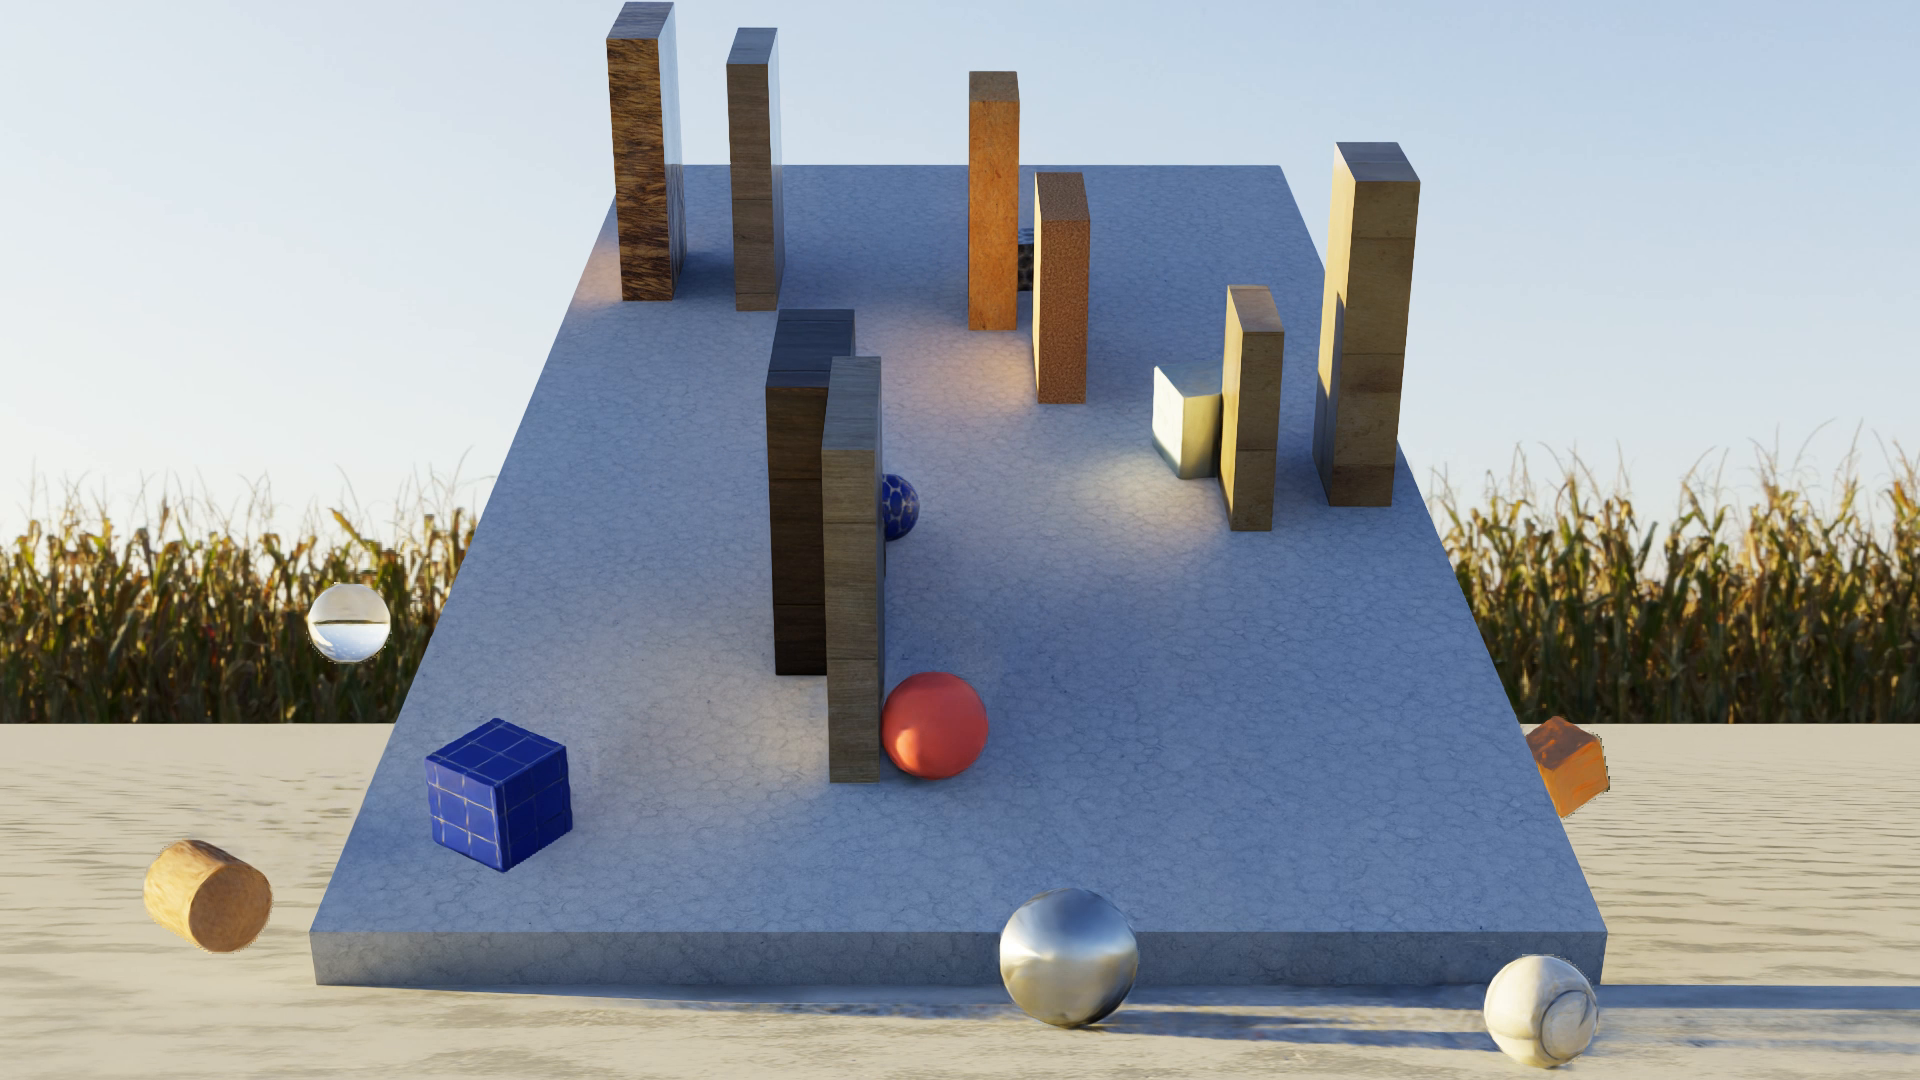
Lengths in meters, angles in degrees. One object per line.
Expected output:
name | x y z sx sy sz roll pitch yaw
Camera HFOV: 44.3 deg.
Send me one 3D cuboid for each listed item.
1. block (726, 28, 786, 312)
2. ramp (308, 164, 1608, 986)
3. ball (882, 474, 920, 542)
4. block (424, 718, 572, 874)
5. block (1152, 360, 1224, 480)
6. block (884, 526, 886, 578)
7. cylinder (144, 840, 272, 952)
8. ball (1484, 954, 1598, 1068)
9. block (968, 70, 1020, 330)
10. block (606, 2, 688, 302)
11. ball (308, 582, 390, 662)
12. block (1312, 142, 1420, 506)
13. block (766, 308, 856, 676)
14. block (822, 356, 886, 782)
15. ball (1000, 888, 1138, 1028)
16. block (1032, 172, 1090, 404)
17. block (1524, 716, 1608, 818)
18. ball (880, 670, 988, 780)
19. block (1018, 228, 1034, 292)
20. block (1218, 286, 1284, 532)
block | -0.525 -0.961 6.095 0.103 0.645 0.371 0 26 0
ramp | -0.010 -0.229 5.446 2.000 0.100 4.000 0 26 0
ball | -0.152 -0.067 4.841 0.140 0.140 0.140 0 -4 0
block | -0.749 0.413 3.830 0.159 0.159 0.159 17 31 31
block | 0.550 -0.268 5.194 0.195 0.195 0.195 -6 27 -12
block | -0.210 0.003 4.729 0.112 0.112 0.112 -2 26 -5
cylinder | -1.166 0.551 3.651 0.140 0.140 0.140 14 6 42
ball | 0.694 0.562 2.812 0.132 0.132 0.132 0 -4 0
block | 0.083 -0.856 5.946 0.121 0.591 0.280 0 26 0
block | -0.814 -1.017 6.159 0.128 0.689 0.393 0 26 0
ball | -1.152 0.156 4.447 0.151 0.151 0.151 0 -4 0
block | 0.853 -0.454 4.980 0.131 0.717 0.274 0 26 0
block | -0.269 -0.093 4.398 0.142 0.574 0.389 0 26 0
block | -0.180 0.047 4.059 0.085 0.620 0.403 0 26 0
ball | 0.146 0.562 3.173 0.187 0.187 0.187 0 -4 0
block | 0.238 -0.601 5.585 0.112 0.448 0.363 0 26 0
block | 1.265 0.477 4.971 0.130 0.130 0.130 -30 32 -17
ball | -0.045 0.315 4.006 0.185 0.185 0.185 0 -4 0
block | 0.139 -0.742 6.237 0.130 0.130 0.130 -3 26 -6
block | 0.606 -0.277 4.930 0.084 0.443 0.273 0 26 0
